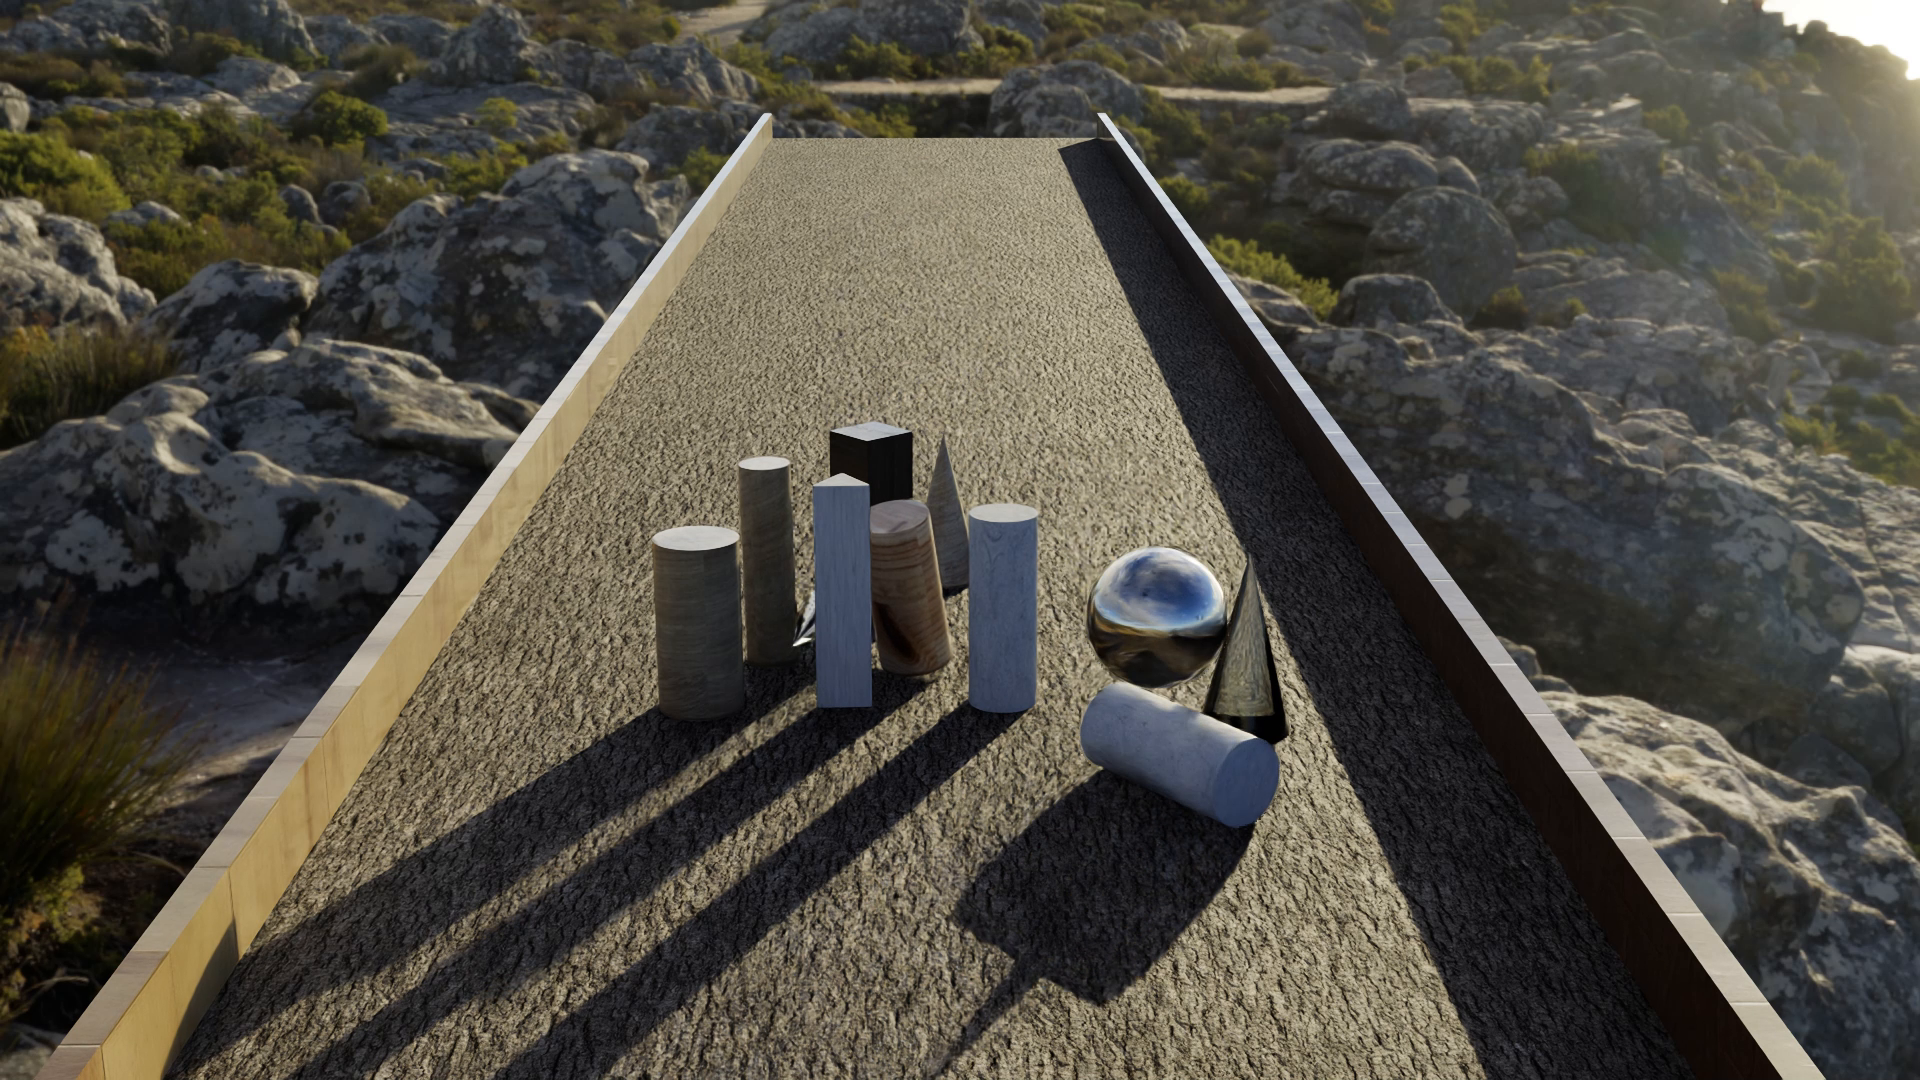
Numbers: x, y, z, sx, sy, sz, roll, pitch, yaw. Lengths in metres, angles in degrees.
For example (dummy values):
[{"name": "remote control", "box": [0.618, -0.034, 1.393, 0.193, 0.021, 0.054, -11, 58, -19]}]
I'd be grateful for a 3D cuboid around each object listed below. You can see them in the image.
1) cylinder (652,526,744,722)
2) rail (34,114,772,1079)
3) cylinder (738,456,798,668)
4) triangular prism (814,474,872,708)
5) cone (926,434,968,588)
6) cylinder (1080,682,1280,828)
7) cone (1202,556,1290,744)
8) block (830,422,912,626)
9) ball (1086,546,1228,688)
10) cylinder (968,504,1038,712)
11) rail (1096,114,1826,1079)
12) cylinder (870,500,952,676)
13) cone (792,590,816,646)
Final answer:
[{"name": "cylinder", "box": [-0.490, 0.155, 4.122, 0.161, 0.332, 0.161, 0, 17, 0]}, {"name": "rail", "box": [-1.118, -0.838, 7.780, 0.050, 0.150, 12.000, 0, 17, -1]}, {"name": "cylinder", "box": [-0.379, 0.046, 4.355, 0.102, 0.408, 0.102, -1, 16, 0]}, {"name": "triangular prism", "box": [-0.220, 0.095, 4.145, 0.103, 0.434, 0.089, -1, 17, -2]}, {"name": "cone", "box": [-0.036, -0.077, 4.893, 0.165, 0.337, 0.165, 0, 17, 0]}, {"name": "cylinder", "box": [0.371, 0.362, 3.740, 0.154, 0.154, 0.332, -12, 20, -35]}, {"name": "cone", "box": [0.522, 0.185, 4.004, 0.168, 0.342, 0.168, 0, 17, 0]}, {"name": "block", "box": [-0.186, -0.034, 4.637, 0.123, 0.402, 0.123, -15, 22, -40]}, {"name": "ball", "box": [0.315, 0.125, 3.527, 0.228, 0.228, 0.228, 0, 17, 0]}, {"name": "cylinder", "box": [0.081, 0.128, 4.142, 0.130, 0.373, 0.130, 0, 17, 0]}, {"name": "rail", "box": [0.932, -0.844, 7.801, 0.050, 0.150, 12.000, 0, 17, -1]}, {"name": "cylinder", "box": [-0.109, 0.095, 4.310, 0.145, 0.316, 0.145, -7, 26, 3]}, {"name": "cone", "box": [-0.294, 0.178, 4.324, 0.117, 0.117, 0.357, 2, 7, 7]}]
